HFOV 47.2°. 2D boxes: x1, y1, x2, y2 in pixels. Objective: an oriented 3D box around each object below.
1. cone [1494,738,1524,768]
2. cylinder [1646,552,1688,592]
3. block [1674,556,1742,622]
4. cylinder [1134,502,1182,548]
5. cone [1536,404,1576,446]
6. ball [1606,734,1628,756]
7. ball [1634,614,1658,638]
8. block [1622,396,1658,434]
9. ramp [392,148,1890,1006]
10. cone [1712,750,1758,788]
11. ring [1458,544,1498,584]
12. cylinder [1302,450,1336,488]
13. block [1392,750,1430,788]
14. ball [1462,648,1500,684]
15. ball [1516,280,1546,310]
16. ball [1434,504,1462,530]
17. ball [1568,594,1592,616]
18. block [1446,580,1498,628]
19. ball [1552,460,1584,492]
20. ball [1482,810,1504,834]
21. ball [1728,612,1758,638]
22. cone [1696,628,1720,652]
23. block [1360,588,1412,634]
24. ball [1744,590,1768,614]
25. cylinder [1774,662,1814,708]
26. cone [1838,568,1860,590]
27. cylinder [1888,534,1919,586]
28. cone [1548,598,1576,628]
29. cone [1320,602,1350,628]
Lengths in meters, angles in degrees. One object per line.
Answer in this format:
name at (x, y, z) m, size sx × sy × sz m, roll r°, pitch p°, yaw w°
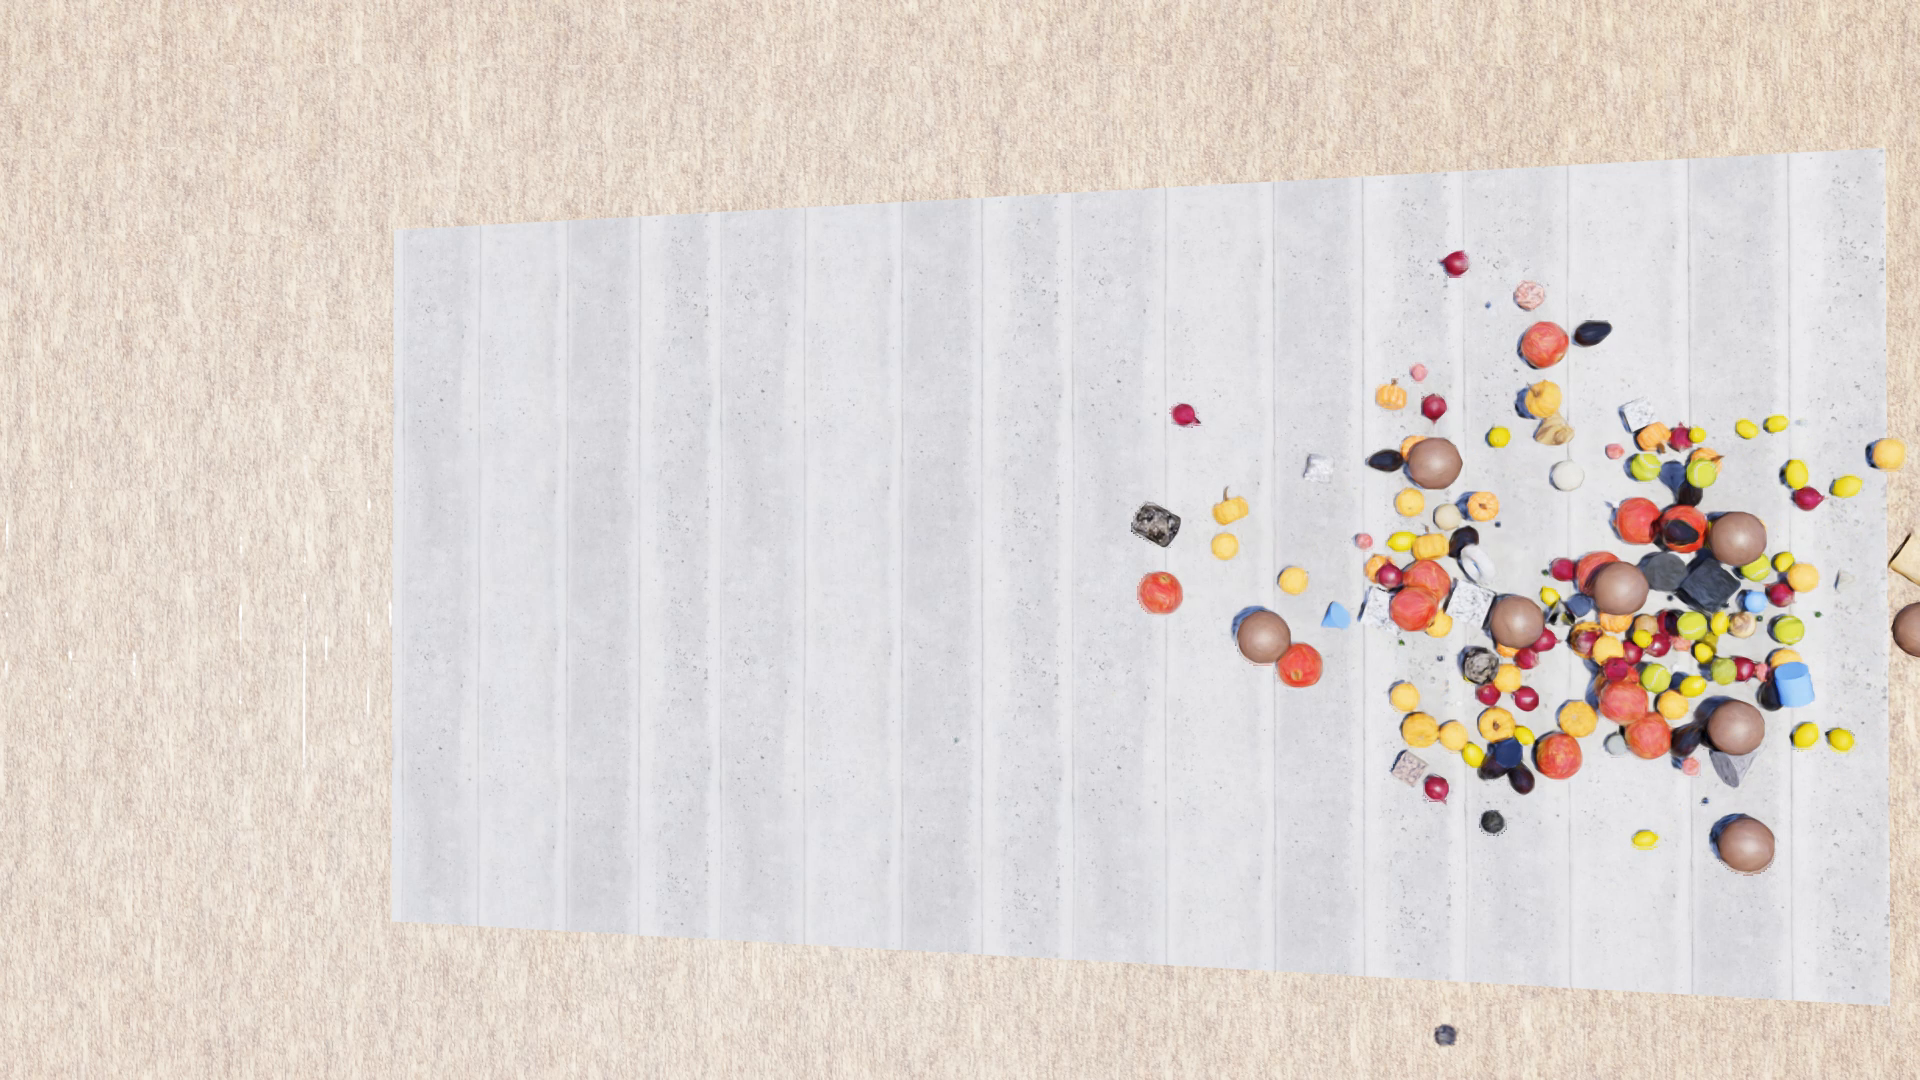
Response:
cone at (1.317, 0.510, 5.331) m, size 0.073 × 0.073 × 0.073 m, roll -1°, pitch 98°, yaw -8°
cylinder at (1.681, 0.078, 5.233) m, size 0.093 × 0.093 × 0.093 m, roll -1°, pitch 87°, yaw 19°
block at (1.765, 0.117, 5.189) m, size 0.099 × 0.099 × 0.099 m, roll 43°, pitch 88°, yaw 16°
cylinder at (0.498, -0.039, 5.548) m, size 0.087 × 0.087 × 0.087 m, roll 31°, pitch 89°, yaw 23°
cone at (1.443, -0.294, 5.343) m, size 0.093 × 0.093 × 0.093 m, roll 3°, pitch 62°, yaw 0°
ball at (1.579, 0.492, 5.282) m, size 0.054 × 0.054 × 0.054 m, roll 0°, pitch 89°, yaw 0°
ball at (1.633, 0.205, 5.235) m, size 0.056 × 0.056 × 0.056 m, roll 0°, pitch 89°, yaw 0°
block at (1.630, -0.300, 5.271) m, size 0.064 × 0.064 × 0.064 m, roll -22°, pitch 82°, yaw 17°
ramp at (0.276, 0.093, 5.792) m, size 4.000 × 0.100 × 2.000 m, roll 0°, pitch 89°, yaw 18°
cone at (1.849, 0.521, 5.199) m, size 0.099 × 0.099 × 0.099 m, roll -26°, pitch 89°, yaw -11°
ring at (1.252, 0.059, 5.311) m, size 0.037 × 0.110 × 0.110 m, roll -35°, pitch 89°, yaw -20°
cylinder at (0.900, -0.179, 5.504) m, size 0.067 × 0.067 × 0.067 m, roll 25°, pitch 67°, yaw 0°
block at (1.111, 0.565, 5.428) m, size 0.064 × 0.064 × 0.064 m, roll 32°, pitch 99°, yaw 16°
ball at (1.258, 0.305, 5.314) m, size 0.089 × 0.089 × 0.089 m, roll 0°, pitch 89°, yaw 0°
ball at (1.388, -0.596, 5.351) m, size 0.070 × 0.070 × 0.070 m, roll 0°, pitch 89°, yaw 0°
ball at (1.200, -0.057, 5.406) m, size 0.068 × 0.068 × 0.068 m, roll 0°, pitch 89°, yaw 0°
ball at (1.496, 0.158, 5.312) m, size 0.056 × 0.056 × 0.056 m, roll 0°, pitch 89°, yaw 0°
block at (1.250, 0.155, 5.374) m, size 0.090 × 0.090 × 0.090 m, roll 22°, pitch 96°, yaw 17°
ball at (1.470, -0.155, 5.315) m, size 0.076 × 0.076 × 0.076 m, roll 0°, pitch 89°, yaw 0°
ball at (1.302, 0.689, 5.369) m, size 0.055 × 0.055 × 0.055 m, roll 0°, pitch 89°, yaw 0°
ball at (1.849, 0.202, 5.192) m, size 0.063 × 0.063 × 0.063 m, roll 0°, pitch 89°, yaw 0°
cone at (1.791, 0.229, 5.229) m, size 0.057 × 0.057 × 0.057 m, roll 42°, pitch 78°, yaw 1°
block at (1.054, 0.175, 5.437) m, size 0.093 × 0.093 × 0.093 m, roll 18°, pitch 95°, yaw 17°
ball at (1.865, 0.145, 5.155) m, size 0.053 × 0.053 × 0.053 m, roll 0°, pitch 89°, yaw 0°
cylinder at (1.933, 0.336, 5.095) m, size 0.077 × 0.077 × 0.077 m, roll -21°, pitch 112°, yaw 0°
cone at (2.068, 0.083, 5.145) m, size 0.051 × 0.051 × 0.051 m, roll -12°, pitch 57°, yaw 0°
cylinder at (2.311, 0.051, 5.306) m, size 0.098 × 0.098 × 0.098 m, roll 35°, pitch 89°, yaw 14°
cone at (1.442, 0.164, 5.279) m, size 0.065 × 0.065 × 0.065 m, roll 4°, pitch 55°, yaw 0°
cone at (0.926, 0.203, 5.510) m, size 0.071 × 0.071 × 0.071 m, roll -33°, pitch 89°, yaw 42°
